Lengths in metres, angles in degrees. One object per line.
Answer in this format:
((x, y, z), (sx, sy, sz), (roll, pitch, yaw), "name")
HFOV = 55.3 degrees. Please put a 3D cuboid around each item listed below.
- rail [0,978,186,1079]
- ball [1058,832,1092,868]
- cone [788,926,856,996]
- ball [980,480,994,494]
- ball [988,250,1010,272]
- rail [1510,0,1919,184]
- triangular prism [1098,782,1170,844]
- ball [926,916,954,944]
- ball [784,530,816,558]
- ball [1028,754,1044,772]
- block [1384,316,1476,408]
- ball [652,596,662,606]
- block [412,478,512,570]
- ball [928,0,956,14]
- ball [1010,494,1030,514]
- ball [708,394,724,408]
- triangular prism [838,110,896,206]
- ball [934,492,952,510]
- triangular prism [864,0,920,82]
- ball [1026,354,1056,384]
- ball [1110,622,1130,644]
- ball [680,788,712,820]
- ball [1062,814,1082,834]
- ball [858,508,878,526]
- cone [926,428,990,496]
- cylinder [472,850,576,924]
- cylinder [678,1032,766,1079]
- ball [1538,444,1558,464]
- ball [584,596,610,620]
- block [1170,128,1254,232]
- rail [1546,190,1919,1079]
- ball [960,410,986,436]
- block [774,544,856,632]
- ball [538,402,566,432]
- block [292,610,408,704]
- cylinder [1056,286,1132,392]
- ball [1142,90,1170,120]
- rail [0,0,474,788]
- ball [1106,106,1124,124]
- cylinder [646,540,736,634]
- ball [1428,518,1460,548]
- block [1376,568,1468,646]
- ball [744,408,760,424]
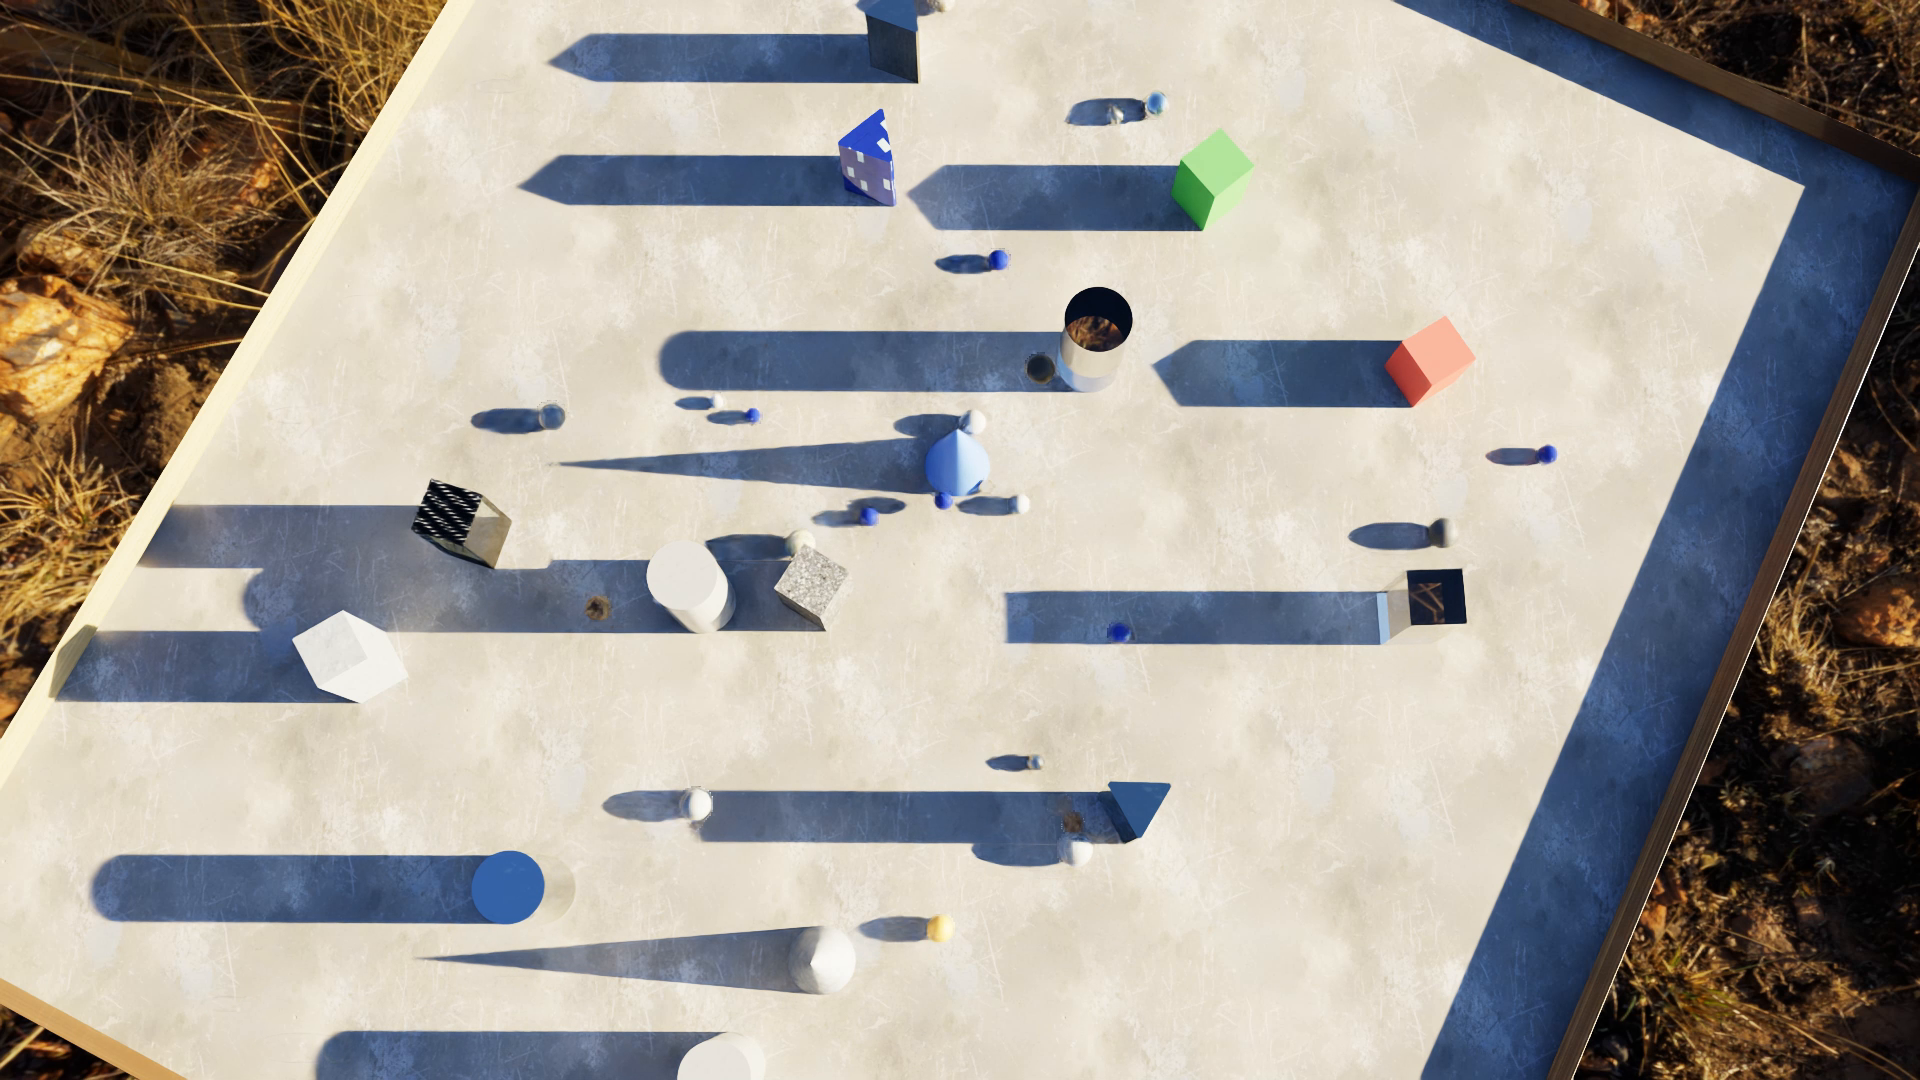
((-1.077, 2.116, 5.111), (4.485, 0.130, 0.045), (26, 80, 5), "rail")
((0.339, 0.909, 5.377), (0.100, 0.100, 0.100), (0, 78, 0), "ball")
((-0.405, 1.189, 5.165), (0.200, 0.403, 0.200), (0, 78, 0), "cone")
((0.082, -0.163, 5.621), (0.046, 0.046, 0.046), (0, 78, 0), "ball")
((0.121, -0.879, 5.764), (0.067, 0.067, 0.067), (0, 78, 0), "ball")
((1.077, -2.103, 5.985), (4.485, 0.130, 0.045), (26, 80, 5), "rail")
((0.473, 0.750, 5.247), (0.150, 0.420, 0.173), (31, 80, 6), "triangular prism")
((-0.059, 1.134, 5.341), (0.079, 0.079, 0.079), (0, 78, 0), "ball")
((-0.484, 0.015, 5.559), (0.095, 0.095, 0.095), (0, 78, 0), "ball")
((0.226, 0.662, 5.454), (0.050, 0.050, 0.050), (0, 78, 0), "ball")
((1.435, -0.543, 5.605), (0.160, 0.244, 0.160), (-31, 80, -6), "block")
((-0.910, 0.175, 5.557), (0.047, 0.047, 0.047), (0, 78, 0), "ball")
((-1.475, -0.044, 5.443), (0.160, 0.358, 0.160), (18, 79, 4), "block")
((-0.060, -1.753, 5.933), (0.092, 0.092, 0.092), (0, 78, 0), "ball")
((0.182, -0.110, 5.607), (0.064, 0.064, 0.064), (0, 78, 0), "ball")
((-0.756, -0.429, 5.682), (0.045, 0.045, 0.045), (0, 78, 0), "ball")
((-0.261, -1.198, 5.686), (0.173, 0.349, 0.150), (19, 79, 4), "triangular prism")
((-0.051, -0.118, 5.571), (0.058, 0.058, 0.058), (0, 78, 0), "ball")
((-0.182, -1.612, 5.772), (0.173, 0.350, 0.150), (21, 79, 4), "triangular prism")
((0.248, -0.523, 5.622), (0.089, 0.089, 0.089), (0, 78, 0), "ball")
((0.482, 0.281, 5.526), (0.063, 0.063, 0.063), (0, 78, 0), "ball")
((-0.781, 0.782, 5.407), (0.094, 0.094, 0.094), (0, 78, 0), "ball")
((0.332, 0.835, 5.408), (0.059, 0.059, 0.059), (0, 78, 0), "ball")
((-0.281, -0.071, 5.601), (0.060, 0.060, 0.060), (0, 78, 0), "ball")
((-0.009, -0.274, 5.451), (0.200, 0.436, 0.200), (0, 78, 0), "cone")
((-1.233, 0.989, 5.201), (0.200, 0.413, 0.200), (0, 78, 0), "cylinder")
((-0.662, 1.488, 5.119), (0.200, 0.370, 0.200), (0, 78, 0), "cylinder")
((1.810, -0.263, 5.640), (0.061, 0.061, 0.061), (0, 78, 0), "ball")
((-1.095, 0.207, 5.536), (0.075, 0.075, 0.075), (0, 78, 0), "ball")
((0.783, -1.118, 5.704), (0.160, 0.283, 0.160), (-39, 81, -7), "block")
((1.985, 0.979, 5.347), (0.045, 0.130, 4.865), (26, 80, 5), "rail")
((0.039, -0.362, 5.650), (0.081, 0.081, 0.081), (0, 78, 0), "ball")
((-0.429, 0.143, 5.451), (0.160, 0.265, 0.160), (32, 80, 6), "block")
((-1.258, -0.379, 5.651), (0.087, 0.087, 0.087), (0, 78, 0), "ball")
((-1.773, 0.345, 5.348), (0.160, 0.386, 0.160), (-30, 80, -6), "block")
((0.403, -0.599, 5.527), (0.200, 0.418, 0.200), (0, 78, 0), "cylinder")
((0.628, -1.392, 5.858), (0.091, 0.091, 0.091), (0, 78, 0), "ball")
((-1.985, -0.965, 5.749), (0.045, 0.130, 4.865), (26, 80, 5), "rail")
((0.496, -1.359, 5.870), (0.055, 0.055, 0.055), (0, 78, 0), "ball")
((-0.781, 0.142, 5.364), (0.200, 0.438, 0.200), (0, 78, 0), "cylinder")
((1.471, -0.020, 5.574), (0.092, 0.092, 0.092), (0, 78, 0), "ball")
((1.352, 0.200, 5.381), (0.160, 0.380, 0.160), (-2, 78, 0), "block")
((-0.641, -0.385, 5.671), (0.049, 0.049, 0.049), (0, 78, 0), "ball")
